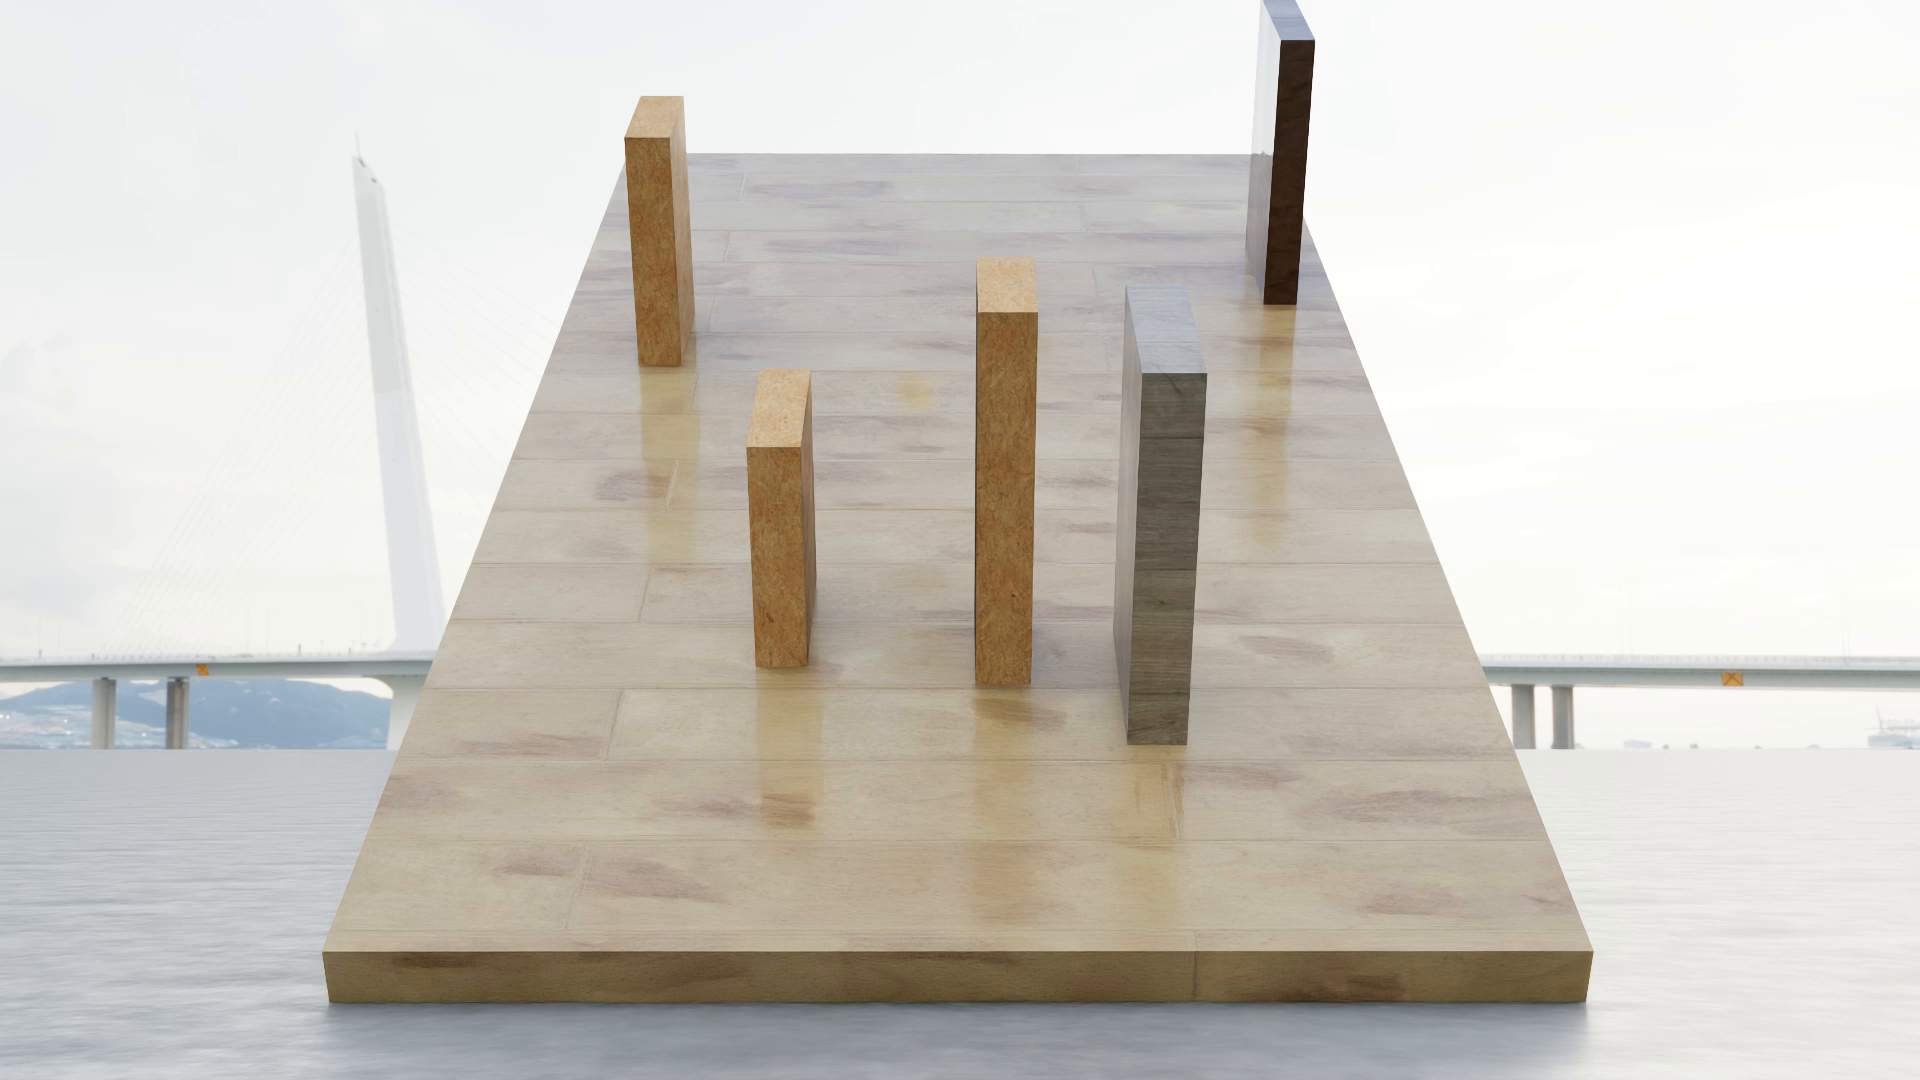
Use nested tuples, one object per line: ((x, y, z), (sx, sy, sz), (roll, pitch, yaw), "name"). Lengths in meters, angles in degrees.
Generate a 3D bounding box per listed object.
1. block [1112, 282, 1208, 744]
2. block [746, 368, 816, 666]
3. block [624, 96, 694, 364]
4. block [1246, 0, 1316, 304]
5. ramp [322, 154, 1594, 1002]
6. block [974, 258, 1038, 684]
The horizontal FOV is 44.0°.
((0.355, -0.049, 4.292), (0.108, 0.727, 0.414), (0, 27, 0), "block")
((-0.340, -0.046, 4.573), (0.098, 0.461, 0.360), (0, 27, 0), "block")
((-0.734, -0.762, 5.834), (0.106, 0.576, 0.336), (0, 27, 0), "block")
((0.833, -1.020, 6.210), (0.087, 0.699, 0.424), (0, 27, 0), "block")
((-0.011, -0.226, 5.535), (2.000, 0.100, 4.000), (0, 27, 0), "ramp")
((0.082, -0.124, 4.412), (0.104, 0.749, 0.271), (0, 27, 0), "block")
